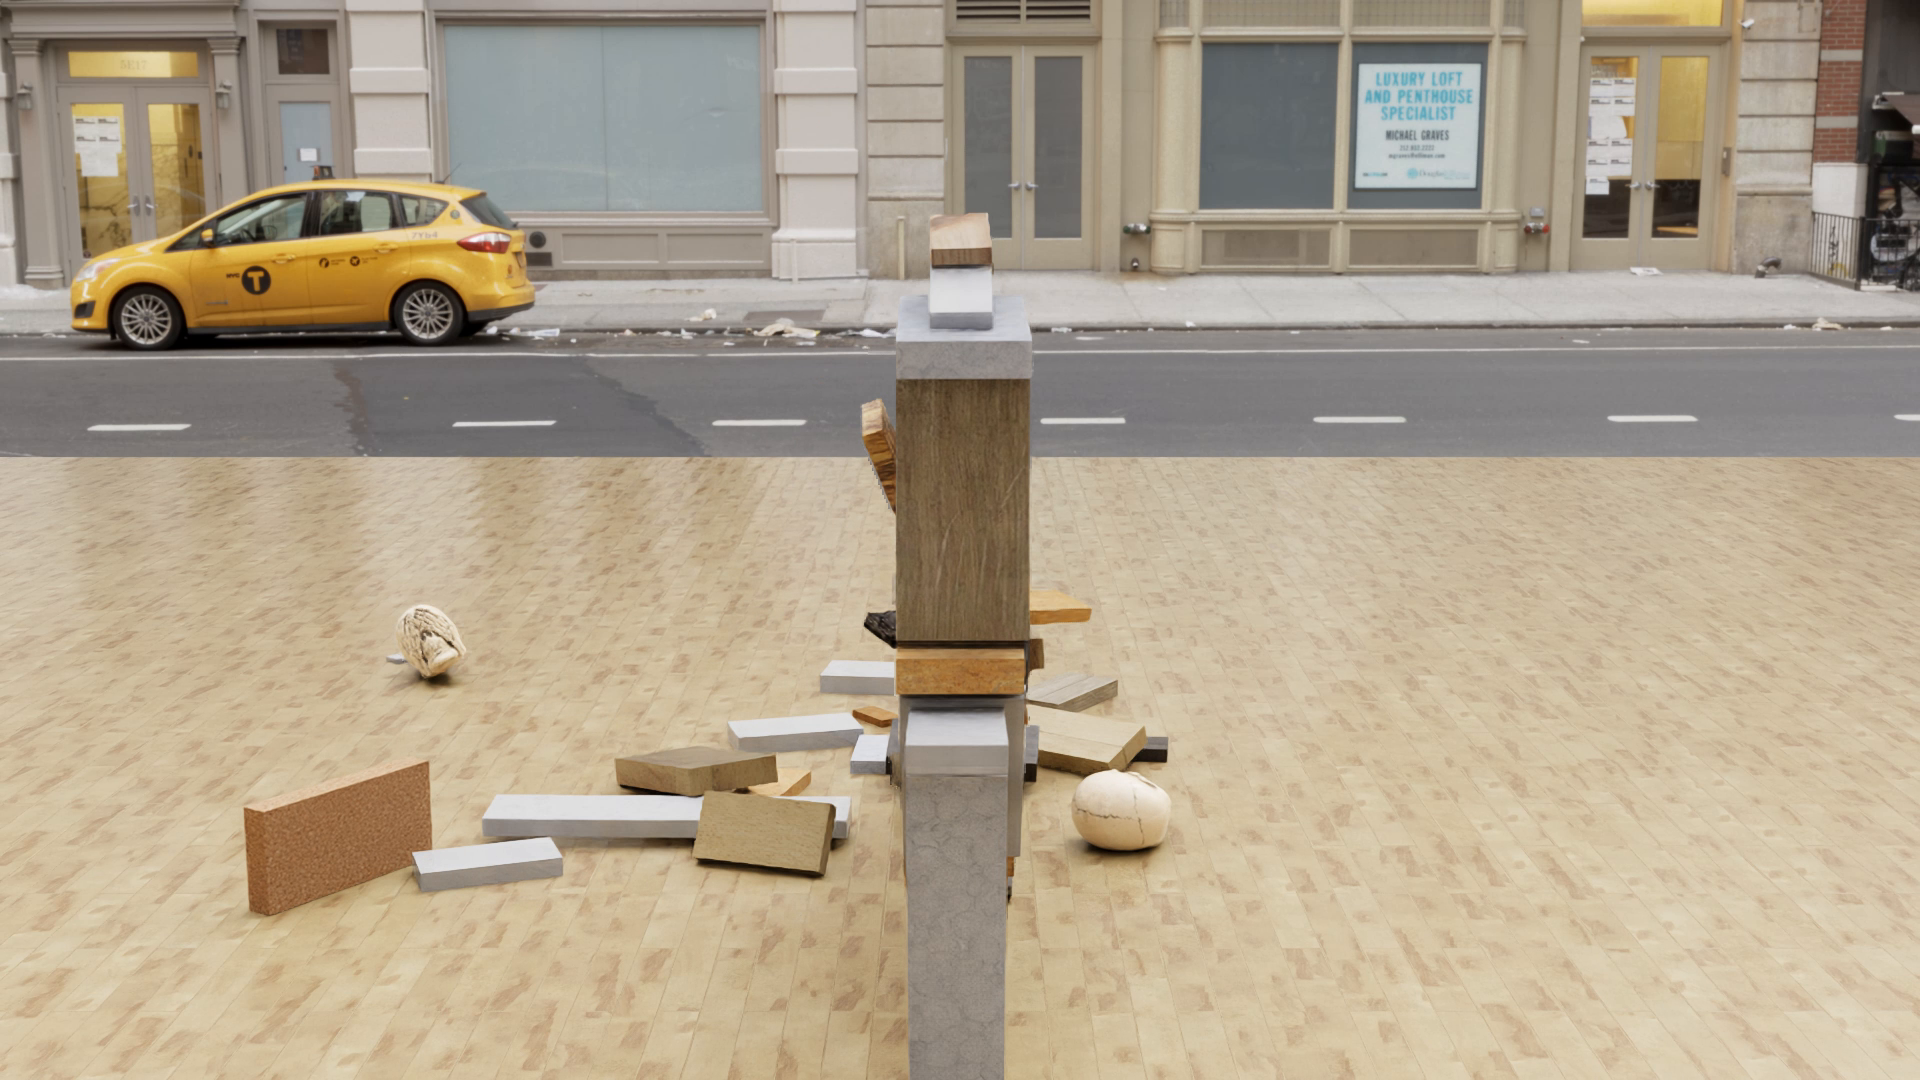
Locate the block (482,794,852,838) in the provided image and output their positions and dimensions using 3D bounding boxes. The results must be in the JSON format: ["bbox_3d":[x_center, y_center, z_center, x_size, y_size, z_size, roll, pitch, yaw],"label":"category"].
[{"bbox_3d":[-0.522,0.496,3.945,0.647,0.034,0.118,0,14,1],"label":"block"}]

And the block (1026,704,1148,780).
[{"bbox_3d":[0.215,0.405,4.434,0.290,0.041,0.145,7,31,35],"label":"block"}]

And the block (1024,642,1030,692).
[{"bbox_3d":[0.021,0.156,3.465,0.175,0.049,0.349,-2,17,3],"label":"block"}]

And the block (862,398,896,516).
[{"bbox_3d":[-0.085,-0.069,3.331,0.031,0.277,0.109,-18,28,8],"label":"block"}]

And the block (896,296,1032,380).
[{"bbox_3d":[0.003,-0.273,2.933,0.171,0.049,0.343,0,16,-1],"label":"block"}]

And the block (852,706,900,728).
[{"bbox_3d":[-0.177,0.381,4.749,0.056,0.016,0.112,-8,13,-36],"label":"block"}]

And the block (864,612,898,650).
[{"bbox_3d":[-0.057,0.134,3.300,0.162,0.023,0.081,-1,27,-46],"label":"block"}]

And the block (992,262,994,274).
[{"bbox_3d":[0.014,-0.397,3.099,0.054,0.015,0.107,-2,23,-5],"label":"block"}]

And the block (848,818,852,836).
[{"bbox_3d":[-0.386,0.513,4.011,0.373,0.027,0.095,0,11,1],"label":"block"}]

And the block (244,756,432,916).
[{"bbox_3d":[-1.041,0.494,3.703,0.050,0.176,0.353,7,13,33],"label":"block"}]

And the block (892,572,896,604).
[{"bbox_3d":[-0.008,0.063,3.691,0.176,0.050,0.438,0,-6,-7],"label":"block"}]

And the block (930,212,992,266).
[{"bbox_3d":[0.000,-0.412,3.008,0.081,0.023,0.163,-2,25,-1],"label":"block"}]

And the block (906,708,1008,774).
[{"bbox_3d":[-0.004,0.248,2.735,0.123,0.035,0.246,0,6,0],"label":"block"}]

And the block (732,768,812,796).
[{"bbox_3d":[-0.361,0.476,4.208,0.095,0.027,0.189,3,11,15],"label":"block"}]

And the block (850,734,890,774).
[{"bbox_3d":[-0.165,0.433,4.442,0.095,0.027,0.190,1,11,3],"label":"block"}]

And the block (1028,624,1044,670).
[{"bbox_3d":[0.028,0.165,3.691,0.175,0.049,0.349,-5,9,-6],"label":"block"}]

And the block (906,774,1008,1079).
[{"bbox_3d":[-0.004,0.506,2.768,0.123,0.499,0.035,0,24,0],"label":"block"}]

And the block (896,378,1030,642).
[{"bbox_3d":[0.003,-0.042,2.840,0.171,0.343,0.049,0,3,-1],"label":"block"}]

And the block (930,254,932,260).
[{"bbox_3d":[0.000,-0.363,3.002,0.081,0.023,0.163,-1,38,0],"label":"block"}]

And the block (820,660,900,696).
[{"bbox_3d":[-0.163,0.316,5.031,0.290,0.041,0.145,1,11,7],"label":"block"}]

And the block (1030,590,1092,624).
[{"bbox_3d":[0.122,0.104,3.420,0.081,0.023,0.162,26,18,39],"label":"block"}]

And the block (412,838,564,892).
[{"bbox_3d":[-0.809,0.555,3.765,0.237,0.034,0.118,-4,11,-20],"label":"block"}]

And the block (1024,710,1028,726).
[{"bbox_3d":[0.015,0.245,3.507,0.175,0.049,0.349,-4,6,0],"label":"block"}]

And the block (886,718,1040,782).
[{"bbox_3d":[0.007,0.407,4.274,0.290,0.041,0.145,3,26,3],"label":"block"}]

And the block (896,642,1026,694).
[{"bbox_3d":[0.000,0.130,2.952,0.163,0.046,0.327,0,16,0],"label":"block"}]

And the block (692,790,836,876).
[{"bbox_3d":[-0.338,0.505,3.799,0.237,0.118,0.034,4,-18,19],"label":"block"}]

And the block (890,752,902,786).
[{"bbox_3d":[-0.076,0.410,4.024,0.113,0.057,0.016,-18,-21,34],"label":"block"}]

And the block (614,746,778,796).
[{"bbox_3d":[-0.505,0.437,4.178,0.176,0.050,0.353,-6,1,-31],"label":"block"}]

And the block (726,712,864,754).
[{"bbox_3d":[-0.343,0.403,4.575,0.262,0.037,0.131,-3,11,-16],"label":"block"}]

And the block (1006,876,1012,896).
[{"bbox_3d":[0.004,0.435,3.717,0.164,0.329,0.047,0,-27,0],"label":"block"}]

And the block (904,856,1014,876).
[{"bbox_3d":[-0.002,0.307,3.171,0.163,0.416,0.046,0,30,-1],"label":"block"}]

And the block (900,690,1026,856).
[{"bbox_3d":[0.003,0.308,2.974,0.163,0.327,0.046,0,44,0],"label":"block"}]

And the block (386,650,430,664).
[{"bbox_3d":[-1.330,0.282,5.293,0.046,0.013,0.092,10,14,42],"label":"block"}]

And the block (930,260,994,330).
[{"bbox_3d":[0.001,-0.326,2.902,0.081,0.023,0.163,-1,32,0],"label":"block"}]

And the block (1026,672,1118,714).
[{"bbox_3d":[0.229,0.346,4.882,0.131,0.037,0.262,7,13,32],"label":"block"}]

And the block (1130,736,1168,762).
[{"bbox_3d":[0.329,0.424,4.487,0.189,0.027,0.094,1,11,7],"label":"block"}]
